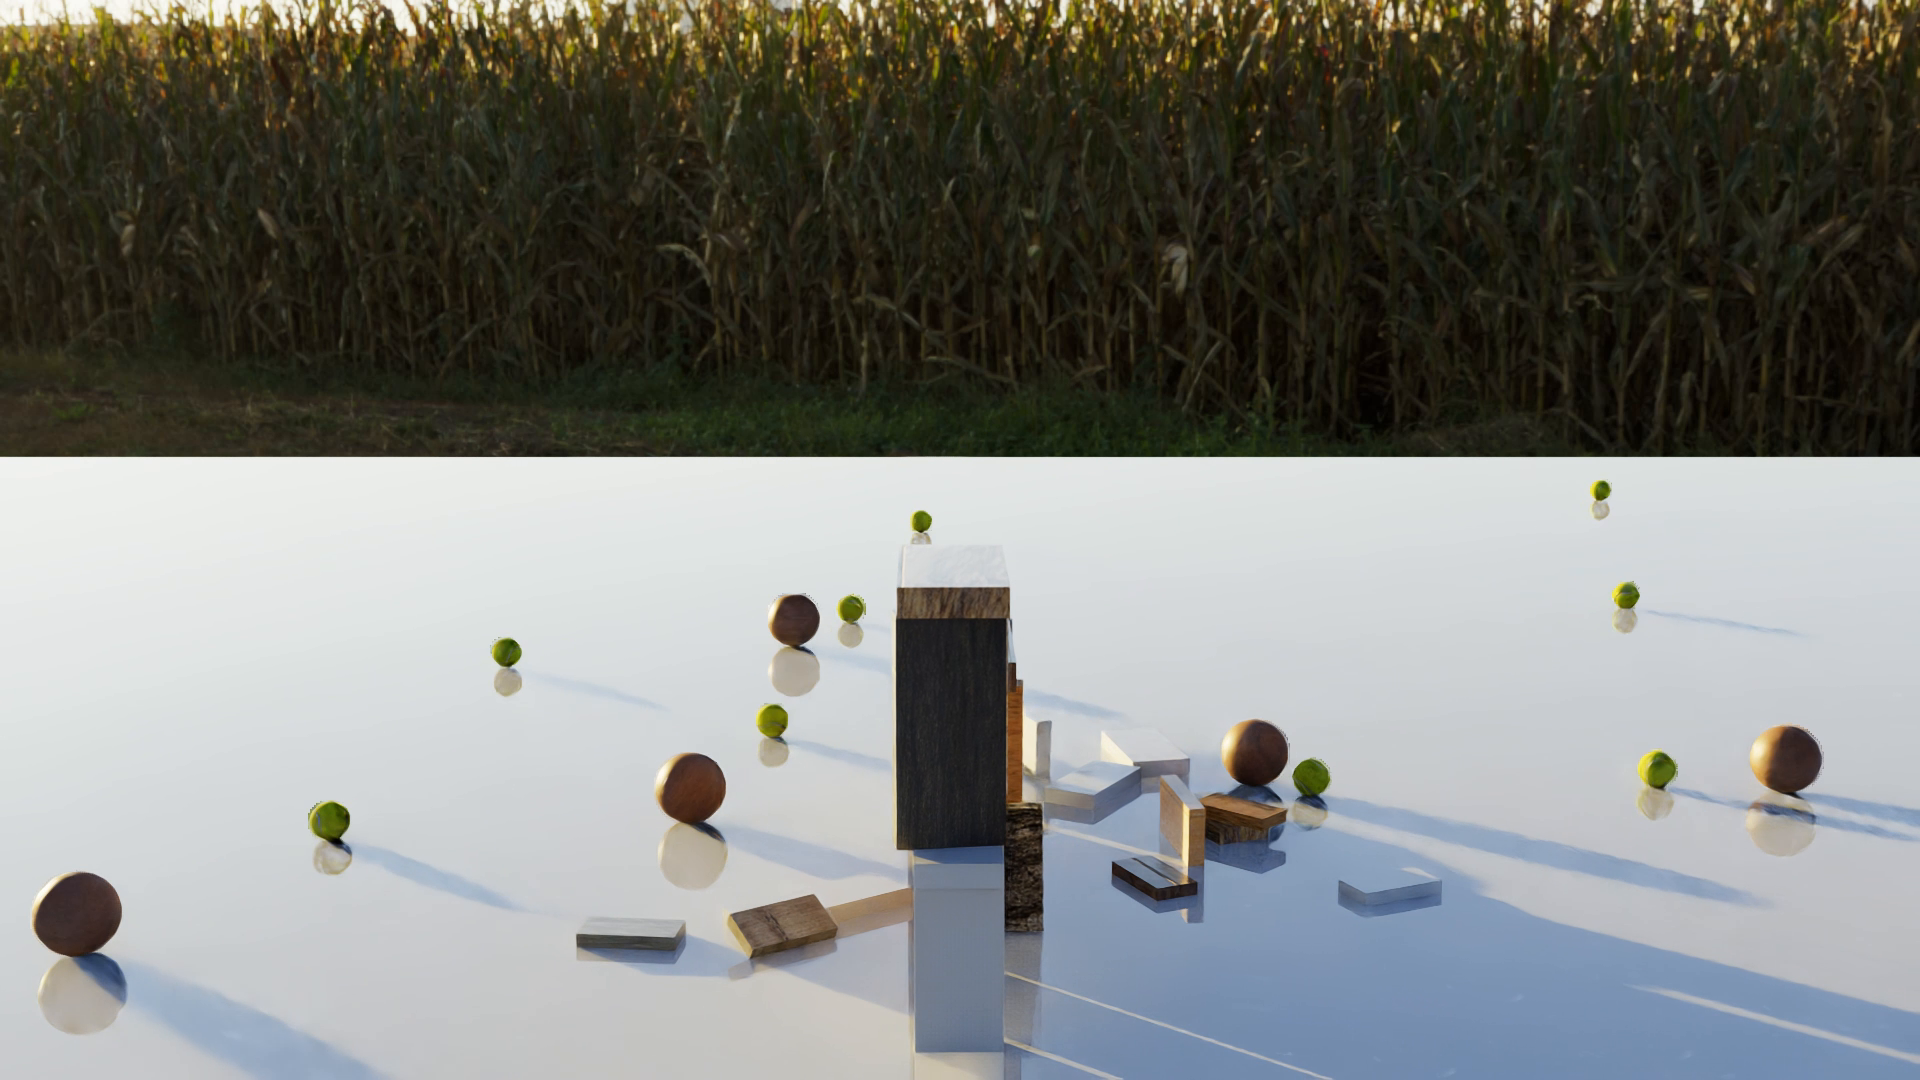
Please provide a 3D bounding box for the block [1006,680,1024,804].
[{"bbox_3d":[0.016,0.410,3.668,0.177,0.355,0.050,0,10,2],"label":"block"}]

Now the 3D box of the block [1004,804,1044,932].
[{"bbox_3d":[0.080,0.520,3.486,0.102,0.203,0.029,-1,11,0],"label":"block"}]

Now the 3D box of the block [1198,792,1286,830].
[{"bbox_3d":[0.505,0.491,3.981,0.154,0.022,0.077,9,14,42],"label":"block"}]

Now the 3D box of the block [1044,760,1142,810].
[{"bbox_3d":[0.258,0.470,4.233,0.103,0.029,0.213,6,12,29],"label":"block"}]

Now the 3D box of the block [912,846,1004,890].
[{"bbox_3d":[-0.005,0.431,3.085,0.123,0.035,0.246,0,11,-2],"label":"block"}]

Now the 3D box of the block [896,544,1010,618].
[{"bbox_3d":[-0.011,0.056,3.086,0.152,0.043,0.303,0,11,-1],"label":"block"}]

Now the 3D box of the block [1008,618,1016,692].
[{"bbox_3d":[0.000,0.191,3.738,0.177,0.050,0.355,0,11,-1],"label":"block"}]

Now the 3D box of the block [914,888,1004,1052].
[{"bbox_3d":[-0.001,0.583,3.031,0.123,0.246,0.035,0,11,-1],"label":"block"}]

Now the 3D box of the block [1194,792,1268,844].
[{"bbox_3d":[0.466,0.508,4.028,0.103,0.029,0.206,-5,12,-24],"label":"block"}]

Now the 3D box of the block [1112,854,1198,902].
[{"bbox_3d":[0.328,0.570,3.715,0.077,0.022,0.154,-5,12,-25],"label":"block"}]

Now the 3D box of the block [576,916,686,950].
[{"bbox_3d":[-0.516,0.618,3.456,0.156,0.022,0.078,1,11,6],"label":"block"}]

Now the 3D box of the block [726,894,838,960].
[{"bbox_3d":[-0.278,0.604,3.441,0.156,0.022,0.078,-8,41,-36],"label":"block"}]

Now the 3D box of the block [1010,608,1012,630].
[{"bbox_3d":[0.005,0.132,4.087,0.174,0.049,0.348,0,10,-1],"label":"block"}]

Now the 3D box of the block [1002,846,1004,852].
[{"bbox_3d":[0.000,0.554,3.192,0.123,0.246,0.035,0,10,0],"label":"block"}]

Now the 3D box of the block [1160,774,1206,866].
[{"bbox_3d":[0.393,0.495,3.896,0.029,0.103,0.206,-2,11,-9],"label":"block"}]

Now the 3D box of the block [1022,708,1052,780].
[{"bbox_3d":[0.111,0.393,4.410,0.033,0.117,0.233,-4,11,-27],"label":"block"}]

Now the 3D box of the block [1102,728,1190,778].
[{"bbox_3d":[0.373,0.429,4.445,0.117,0.033,0.233,-2,11,-11],"label":"block"}]

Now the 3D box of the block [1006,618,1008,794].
[{"bbox_3d":[-0.009,0.217,3.171,0.152,0.303,0.043,5,13,24],"label":"block"}]

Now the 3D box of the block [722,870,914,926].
[{"bbox_3d":[-0.229,0.593,3.572,0.302,0.029,0.102,-8,13,-36],"label":"block"}]

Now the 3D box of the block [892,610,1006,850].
[{"bbox_3d":[-0.015,0.258,3.017,0.152,0.329,0.043,-2,11,-8],"label":"block"}]

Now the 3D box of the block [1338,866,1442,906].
[{"bbox_3d":[0.719,0.578,3.673,0.154,0.022,0.077,-5,12,-25],"label":"block"}]
